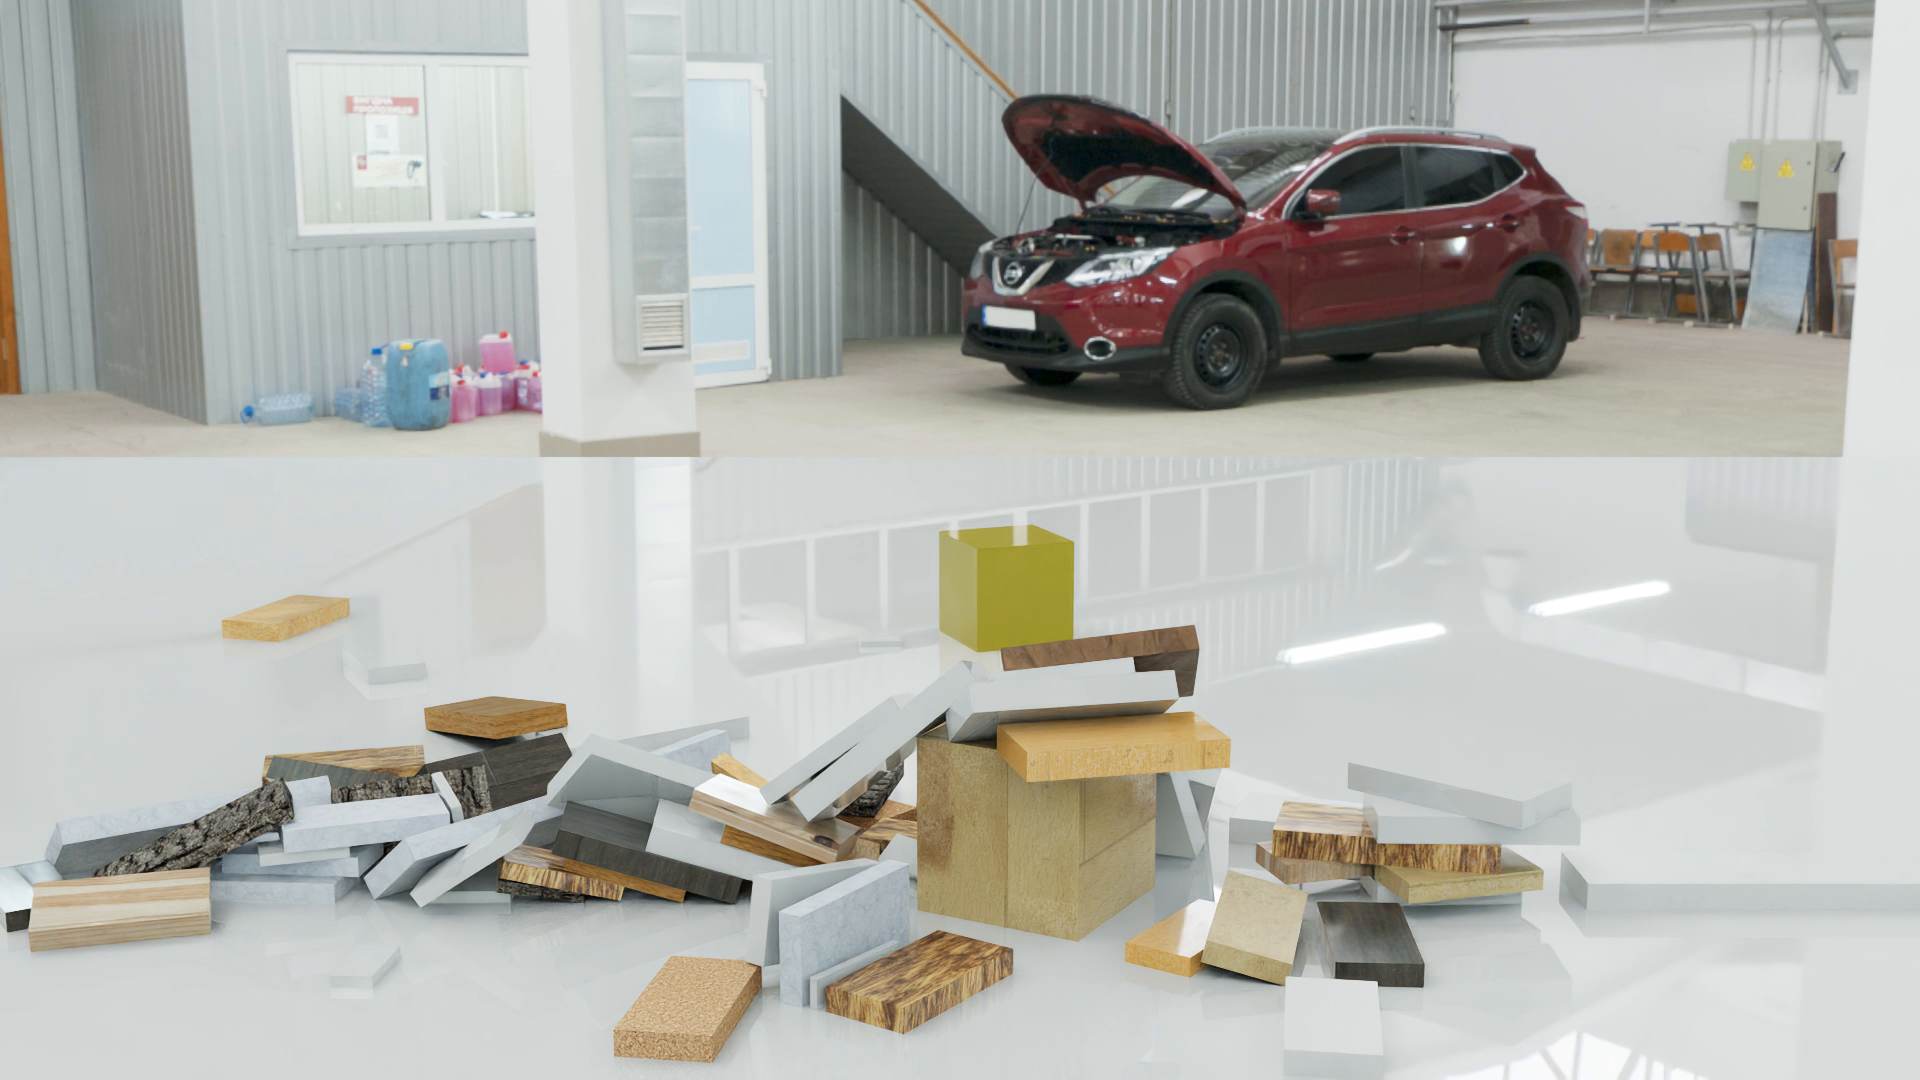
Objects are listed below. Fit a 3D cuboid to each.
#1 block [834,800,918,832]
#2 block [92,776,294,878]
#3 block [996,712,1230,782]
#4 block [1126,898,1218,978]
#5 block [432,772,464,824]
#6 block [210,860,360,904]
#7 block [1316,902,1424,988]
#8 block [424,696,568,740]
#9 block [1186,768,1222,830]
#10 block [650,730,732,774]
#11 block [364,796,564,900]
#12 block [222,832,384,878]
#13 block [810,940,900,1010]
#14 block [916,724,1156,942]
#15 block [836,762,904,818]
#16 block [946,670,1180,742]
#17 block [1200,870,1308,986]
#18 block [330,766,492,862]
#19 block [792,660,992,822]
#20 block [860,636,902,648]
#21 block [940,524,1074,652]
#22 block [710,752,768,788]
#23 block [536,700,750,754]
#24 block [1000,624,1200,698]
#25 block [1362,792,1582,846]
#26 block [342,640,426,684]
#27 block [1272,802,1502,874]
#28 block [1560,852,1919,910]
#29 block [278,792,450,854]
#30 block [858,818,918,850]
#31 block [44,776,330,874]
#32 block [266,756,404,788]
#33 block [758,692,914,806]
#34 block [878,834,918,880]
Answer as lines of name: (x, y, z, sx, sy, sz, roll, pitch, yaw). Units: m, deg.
block: (-0.187, 0.501, 4.070, 0.204, 0.029, 0.102, 9, 14, 39)
block: (-1.273, 0.506, 3.652, 0.337, 0.038, 0.134, -27, 17, -12)
block: (0.236, 0.319, 3.409, 0.326, 0.046, 0.163, -2, 11, -15)
block: (0.366, 0.619, 3.428, 0.112, 0.032, 0.234, 7, 13, 34)
block: (-0.882, 0.457, 3.793, 0.018, 0.063, 0.127, -16, 29, -23)
block: (-1.141, 0.570, 3.685, 0.235, 0.033, 0.117, 1, 11, 5)
block: (0.630, 0.622, 3.395, 0.131, 0.037, 0.263, 1, 11, 3)
block: (-0.973, 0.370, 4.600, 0.162, 0.046, 0.324, -9, 5, -39)
block: (0.285, 0.417, 3.957, 0.352, 0.159, 0.045, 17, 52, 10)
block: (-0.529, 0.452, 3.915, 0.297, 0.149, 0.042, -18, 12, -42)
block: (-0.803, 0.509, 3.760, 0.419, 0.042, 0.148, -13, -22, -50)
block: (-1.109, 0.531, 3.716, 0.235, 0.033, 0.117, 1, 10, 5)
block: (-0.154, 0.643, 3.254, 0.014, 0.048, 0.189, 8, 13, 37)
block: (0.129, 0.451, 3.619, 0.292, 0.292, 0.292, 6, 12, 29)
block: (-0.182, 0.463, 4.116, 0.102, 0.029, 0.273, 2, 11, 10)
block: (0.160, 0.264, 3.483, 0.335, 0.047, 0.167, -3, -20, -14)
block: (0.458, 0.596, 3.399, 0.131, 0.037, 0.263, 15, 18, 10)
block: (-0.957, 0.483, 3.854, 0.265, 0.132, 0.037, -7, -24, -21)
block: (-0.105, 0.328, 3.593, 0.355, 0.047, 0.167, -39, -10, 5)
block: (-0.197, 0.252, 5.449, 0.101, 0.014, 0.050, -1, 11, -6)
block: (0.114, 0.117, 5.508, 0.258, 0.258, 0.258, -4, 11, -21)
block: (-0.346, 0.469, 3.850, 0.221, 0.111, 0.031, 28, 45, 35)
block: (-0.655, 0.402, 4.554, 0.410, 0.046, 0.162, -8, 13, -36)
block: (0.226, 0.217, 3.600, 0.318, 0.045, 0.159, -7, -33, -3)
block: (0.843, 0.456, 3.638, 0.326, 0.046, 0.163, 0, 11, 2)
block: (-1.362, 0.288, 5.194, 0.132, 0.037, 0.265, -6, 12, -28)
block: (0.716, 0.496, 3.674, 0.368, 0.046, 0.163, 3, 11, 14)
block: (1.323, 0.567, 3.665, 0.601, 0.046, 0.163, 0, 11, 0)
block: (-1.005, 0.476, 3.704, 0.268, 0.038, 0.134, -4, 10, -21)
block: (-0.091, 0.522, 3.867, 0.156, 0.022, 0.078, 2, 20, 34)
block: (-1.339, 0.497, 3.830, 0.458, 0.043, 0.151, -7, -24, -35)
block: (-1.100, 0.462, 4.017, 0.302, 0.043, 0.151, 5, -25, 25)
block: (-0.198, 0.345, 3.632, 0.278, 0.031, 0.111, -36, -10, 12)
block: (-0.081, 0.545, 3.767, 0.123, 0.017, 0.062, 11, 54, 47)
